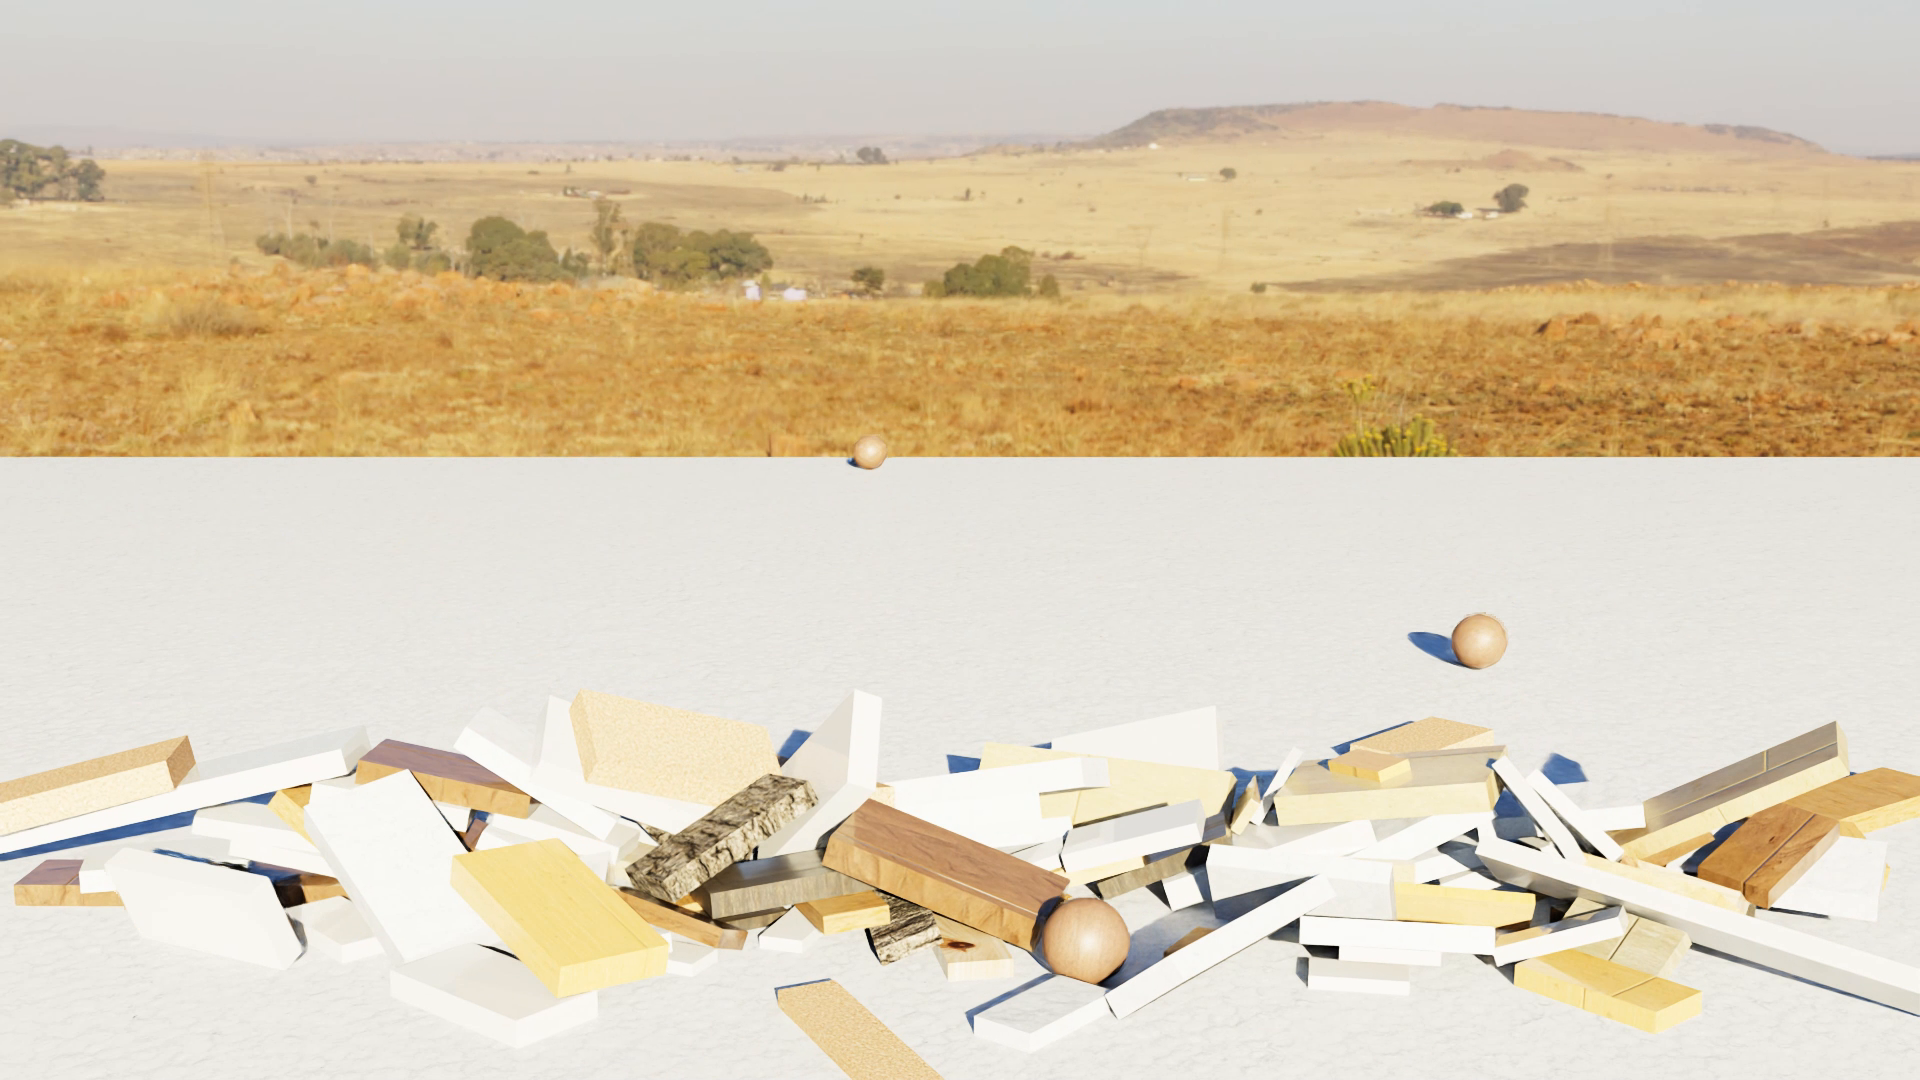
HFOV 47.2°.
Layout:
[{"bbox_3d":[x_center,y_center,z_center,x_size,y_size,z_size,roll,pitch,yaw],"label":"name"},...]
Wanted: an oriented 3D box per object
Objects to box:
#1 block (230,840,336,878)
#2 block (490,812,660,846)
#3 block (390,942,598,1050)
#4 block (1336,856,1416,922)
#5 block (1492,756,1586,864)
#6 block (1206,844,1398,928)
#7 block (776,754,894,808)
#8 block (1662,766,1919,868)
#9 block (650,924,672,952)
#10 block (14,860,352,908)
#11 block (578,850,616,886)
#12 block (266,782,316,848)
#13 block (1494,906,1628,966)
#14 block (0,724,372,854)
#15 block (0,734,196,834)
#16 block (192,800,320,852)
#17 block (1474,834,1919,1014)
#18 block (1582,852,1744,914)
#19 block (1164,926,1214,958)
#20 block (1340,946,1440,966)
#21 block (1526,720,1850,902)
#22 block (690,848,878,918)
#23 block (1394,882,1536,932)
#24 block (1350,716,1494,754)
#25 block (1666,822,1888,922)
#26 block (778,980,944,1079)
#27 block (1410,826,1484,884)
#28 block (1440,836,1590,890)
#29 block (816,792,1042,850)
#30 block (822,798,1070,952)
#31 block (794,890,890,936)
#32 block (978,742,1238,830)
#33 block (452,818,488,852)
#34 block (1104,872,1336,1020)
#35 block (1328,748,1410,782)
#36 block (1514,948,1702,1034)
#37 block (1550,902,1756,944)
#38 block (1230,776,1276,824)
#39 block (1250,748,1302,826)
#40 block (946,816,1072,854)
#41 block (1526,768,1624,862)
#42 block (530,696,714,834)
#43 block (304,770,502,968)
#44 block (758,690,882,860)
[{"bbox_3d":[-1.098,0.516,3.669,0.207,0.029,0.103,12,10,-1],"label":"block"},{"bbox_3d":[-0.639,0.472,3.937,0.449,0.042,0.149,7,57,35],"label":"block"},{"bbox_3d":[-0.678,0.658,3.191,0.292,0.041,0.146,9,14,40],"label":"block"},{"bbox_3d":[0.635,0.563,3.550,0.193,0.096,0.027,1,11,7],"label":"block"},{"bbox_3d":[0.911,0.430,3.458,0.026,0.092,0.184,-36,47,4],"label":"block"},{"bbox_3d":[0.540,0.555,3.472,0.285,0.143,0.040,4,45,19],"label":"block"},{"bbox_3d":[-0.318,0.444,4.050,0.146,0.041,0.623,-1,1,-27],"label":"block"},{"bbox_3d":[1.494,0.513,3.966,0.816,0.042,0.148,-7,13,-35],"label":"block"},{"bbox_3d":[-0.561,0.604,3.429,0.106,0.030,0.304,-10,9,-31],"label":"block"},{"bbox_3d":[-1.275,0.572,3.667,0.550,0.037,0.130,0,11,1],"label":"block"},{"bbox_3d":[-0.708,0.571,3.511,0.303,0.043,0.152,-11,11,-4],"label":"block"},{"bbox_3d":[-1.007,0.496,3.635,0.259,0.037,0.130,38,9,6],"label":"block"},{"bbox_3d":[0.908,0.598,3.326,0.193,0.027,0.096,-19,-5,21],"label":"block"},{"bbox_3d":[-1.483,0.457,3.657,0.993,0.043,0.152,-13,10,2],"label":"block"},{"bbox_3d":[-1.457,0.410,3.613,0.355,0.050,0.177,-14,10,-6],"label":"block"},{"bbox_3d":[-1.161,0.473,3.662,0.207,0.029,0.103,10,11,-10],"label":"block"},{"bbox_3d":[1.138,0.582,3.274,0.767,0.034,0.118,15,-19,38],"label":"block"},{"bbox_3d":[1.074,0.545,3.415,0.246,0.035,0.123,13,-15,42],"label":"block"},{"bbox_3d":[0.370,0.631,3.400,0.063,0.018,0.127,6,12,30],"label":"block"},{"bbox_3d":[0.642,0.620,3.281,0.147,0.021,0.073,1,-10,13],"label":"block"},{"bbox_3d":[1.165,0.441,3.549,0.544,0.035,0.123,-30,10,28],"label":"block"},{"bbox_3d":[-0.279,0.545,3.526,0.283,0.040,0.142,-7,8,-20],"label":"block"},{"bbox_3d":[0.742,0.578,3.494,0.325,0.073,0.021,4,46,7],"label":"block"},{"bbox_3d":[0.941,0.420,4.470,0.149,0.042,0.297,10,15,43],"label":"block"},{"bbox_3d":[1.314,0.526,3.541,0.317,0.045,0.158,5,28,26],"label":"block"},{"bbox_3d":[-0.100,0.710,2.955,0.090,0.025,0.579,-5,12,-25],"label":"block"},{"bbox_3d":[0.766,0.529,3.671,0.261,0.037,0.131,-17,11,5],"label":"block"},{"bbox_3d":[0.922,0.518,3.653,0.261,0.037,0.131,-22,11,11],"label":"block"},{"bbox_3d":[-0.061,0.479,3.745,0.358,0.051,0.179,-4,-9,-20],"label":"block"},{"bbox_3d":[-0.019,0.526,3.485,0.358,0.051,0.179,21,19,12],"label":"block"},{"bbox_3d":[-0.195,0.577,3.503,0.106,0.030,0.212,-7,8,-19],"label":"block"},{"bbox_3d":[0.249,0.466,3.916,0.468,0.156,0.044,5,-24,24],"label":"block"},{"bbox_3d":[-0.787,0.519,3.667,0.255,0.036,0.127,25,10,-3],"label":"block"},{"bbox_3d":[0.394,0.600,3.269,0.424,0.040,0.143,-14,-21,-50],"label":"block"},{"bbox_3d":[0.672,0.371,3.619,0.064,0.018,0.129,-18,12,-27],"label":"block"},{"bbox_3d":[0.947,0.657,3.219,0.118,0.034,0.237,-9,14,-40],"label":"block"},{"bbox_3d":[1.102,0.600,3.498,0.296,0.042,0.148,-6,12,-29],"label":"block"},{"bbox_3d":[0.440,0.496,4.054,0.378,0.045,0.158,-4,11,-20],"label":"block"},{"bbox_3d":[0.530,0.413,3.685,0.018,0.129,0.064,31,27,11],"label":"block"},{"bbox_3d":[0.036,0.521,3.719,0.283,0.040,0.142,-3,-23,-21],"label":"block"},{"bbox_3d":[0.976,0.446,3.497,0.184,0.026,0.092,46,-2,22],"label":"block"},{"bbox_3d":[-0.535,0.388,3.655,0.351,0.050,0.175,23,28,-18],"label":"block"},{"bbox_3d":[-0.863,0.515,3.426,0.177,0.050,0.355,-19,47,-33],"label":"block"},{"bbox_3d":[-0.236,0.410,3.648,0.050,0.175,0.351,20,-40,-21],"label":"block"}]
